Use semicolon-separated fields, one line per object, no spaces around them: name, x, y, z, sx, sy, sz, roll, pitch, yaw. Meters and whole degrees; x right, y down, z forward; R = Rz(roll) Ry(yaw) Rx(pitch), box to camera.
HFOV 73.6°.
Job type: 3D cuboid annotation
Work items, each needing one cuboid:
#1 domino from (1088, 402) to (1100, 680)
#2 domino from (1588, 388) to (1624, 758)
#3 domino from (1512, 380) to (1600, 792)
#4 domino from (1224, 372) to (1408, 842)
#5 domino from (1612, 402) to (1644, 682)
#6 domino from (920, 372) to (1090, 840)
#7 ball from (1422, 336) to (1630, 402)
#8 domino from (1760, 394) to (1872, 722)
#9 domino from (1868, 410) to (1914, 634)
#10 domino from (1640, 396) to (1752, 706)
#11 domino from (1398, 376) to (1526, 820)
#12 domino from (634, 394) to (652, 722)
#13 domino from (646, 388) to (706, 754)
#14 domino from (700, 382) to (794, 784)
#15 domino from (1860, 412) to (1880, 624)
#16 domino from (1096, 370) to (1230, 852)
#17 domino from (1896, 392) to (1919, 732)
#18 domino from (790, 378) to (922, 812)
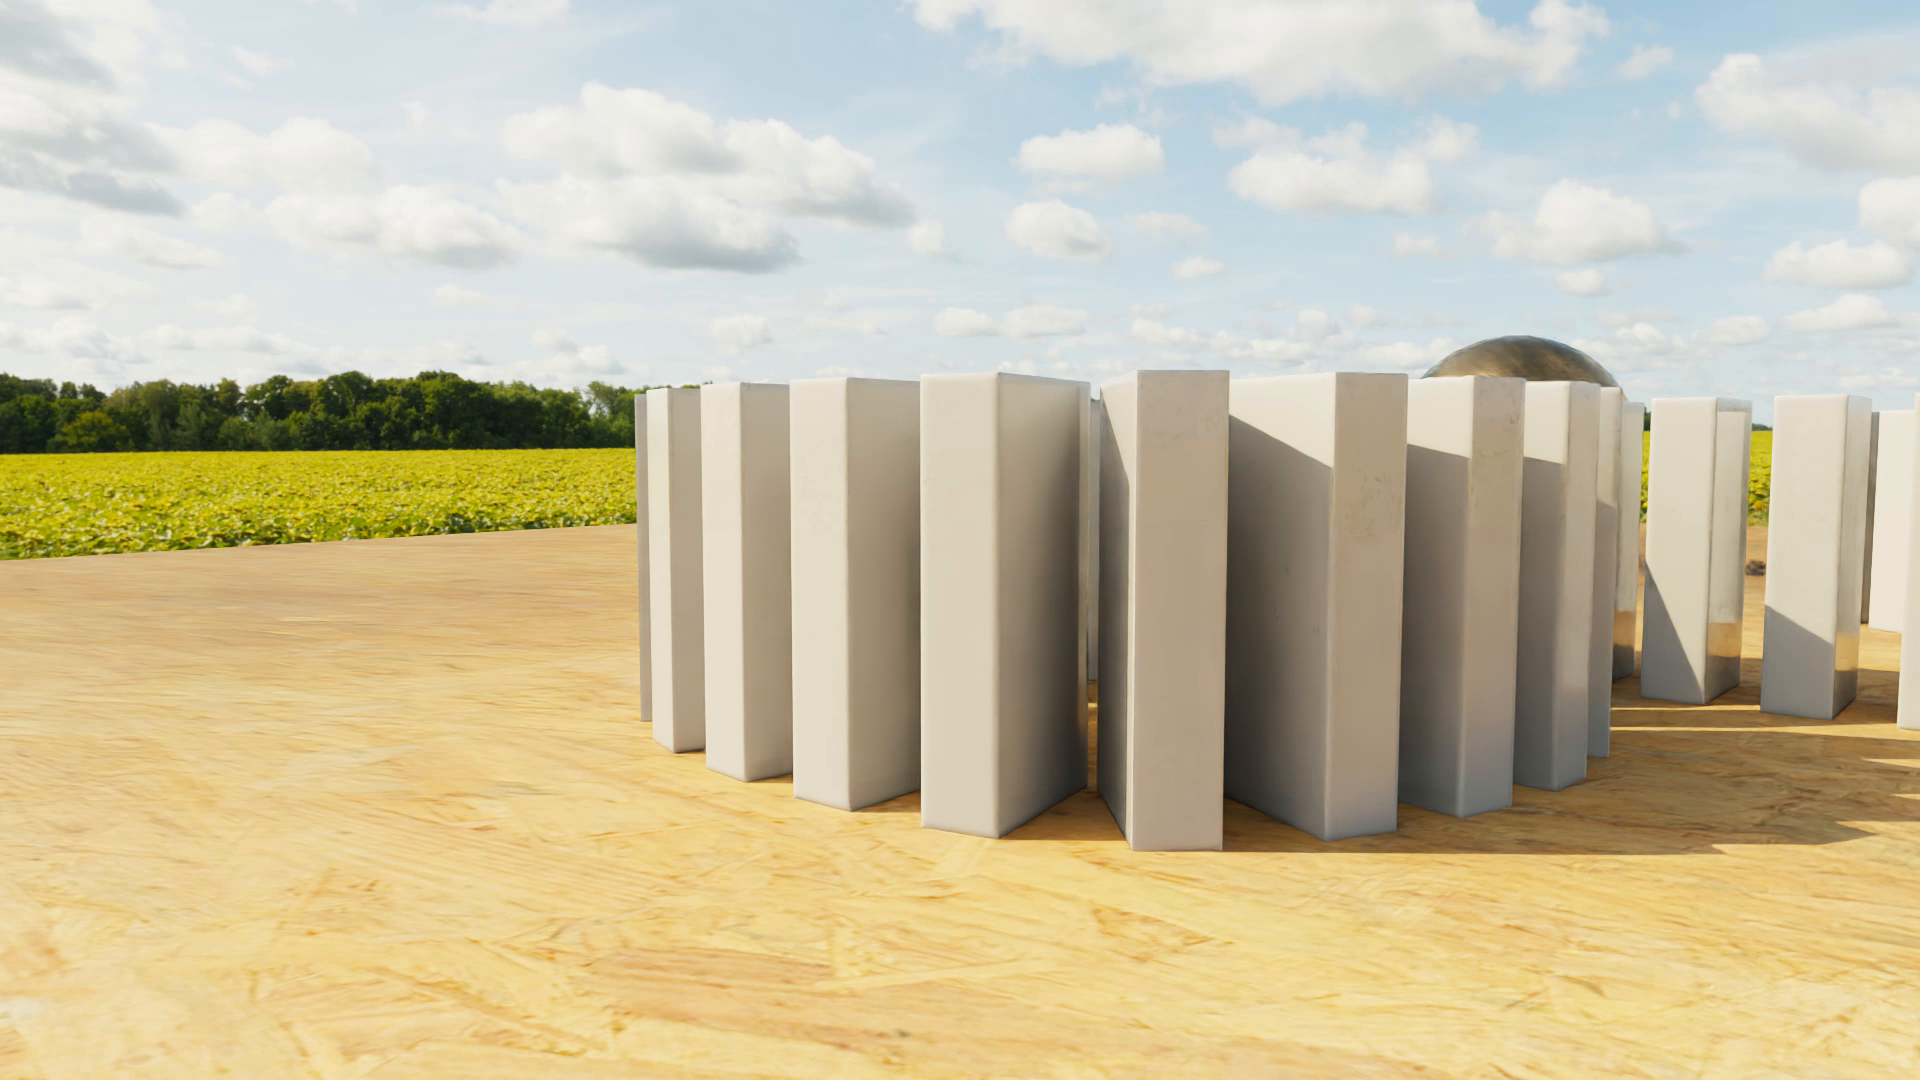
domino;0.021;-0.001;0.242;0.010;0.050;0.025;-1;4;-14
domino;0.078;0.004;0.181;0.025;0.050;0.009;2;5;20
domino;0.068;0.005;0.167;0.010;0.050;0.025;-4;6;-43
domino;0.039;0.006;0.149;0.010;0.050;0.025;-2;5;-22
domino;0.114;0.000;0.231;0.009;0.050;0.025;4;6;43
domino;0.006;0.006;0.149;0.010;0.050;0.025;2;5;28
ball;0.193;-0.031;0.449;0.080;0.080;0.080;0;4;0
domino;0.139;0.002;0.208;0.010;0.050;0.025;4;6;42
domino;0.223;-0.004;0.292;0.025;0.050;0.010;-1;4;-11
domino;0.126;0.001;0.219;0.010;0.050;0.025;4;6;43
domino;0.054;0.006;0.157;0.010;0.050;0.025;-3;5;-33
domino;-0.037;0.002;0.201;0.025;0.050;0.009;-1;4;-7
domino;-0.031;0.004;0.185;0.025;0.050;0.009;-3;5;-30
domino;-0.021;0.005;0.171;0.025;0.050;0.009;-4;6;-41
domino;0.219;-0.006;0.308;0.025;0.050;0.009;-1;4;-11
domino;0.022;0.007;0.145;0.010;0.050;0.025;0;4;-2
domino;0.152;0.003;0.196;0.009;0.050;0.025;4;6;40
domino;-0.008;0.006;0.159;0.010;0.050;0.025;4;6;40
